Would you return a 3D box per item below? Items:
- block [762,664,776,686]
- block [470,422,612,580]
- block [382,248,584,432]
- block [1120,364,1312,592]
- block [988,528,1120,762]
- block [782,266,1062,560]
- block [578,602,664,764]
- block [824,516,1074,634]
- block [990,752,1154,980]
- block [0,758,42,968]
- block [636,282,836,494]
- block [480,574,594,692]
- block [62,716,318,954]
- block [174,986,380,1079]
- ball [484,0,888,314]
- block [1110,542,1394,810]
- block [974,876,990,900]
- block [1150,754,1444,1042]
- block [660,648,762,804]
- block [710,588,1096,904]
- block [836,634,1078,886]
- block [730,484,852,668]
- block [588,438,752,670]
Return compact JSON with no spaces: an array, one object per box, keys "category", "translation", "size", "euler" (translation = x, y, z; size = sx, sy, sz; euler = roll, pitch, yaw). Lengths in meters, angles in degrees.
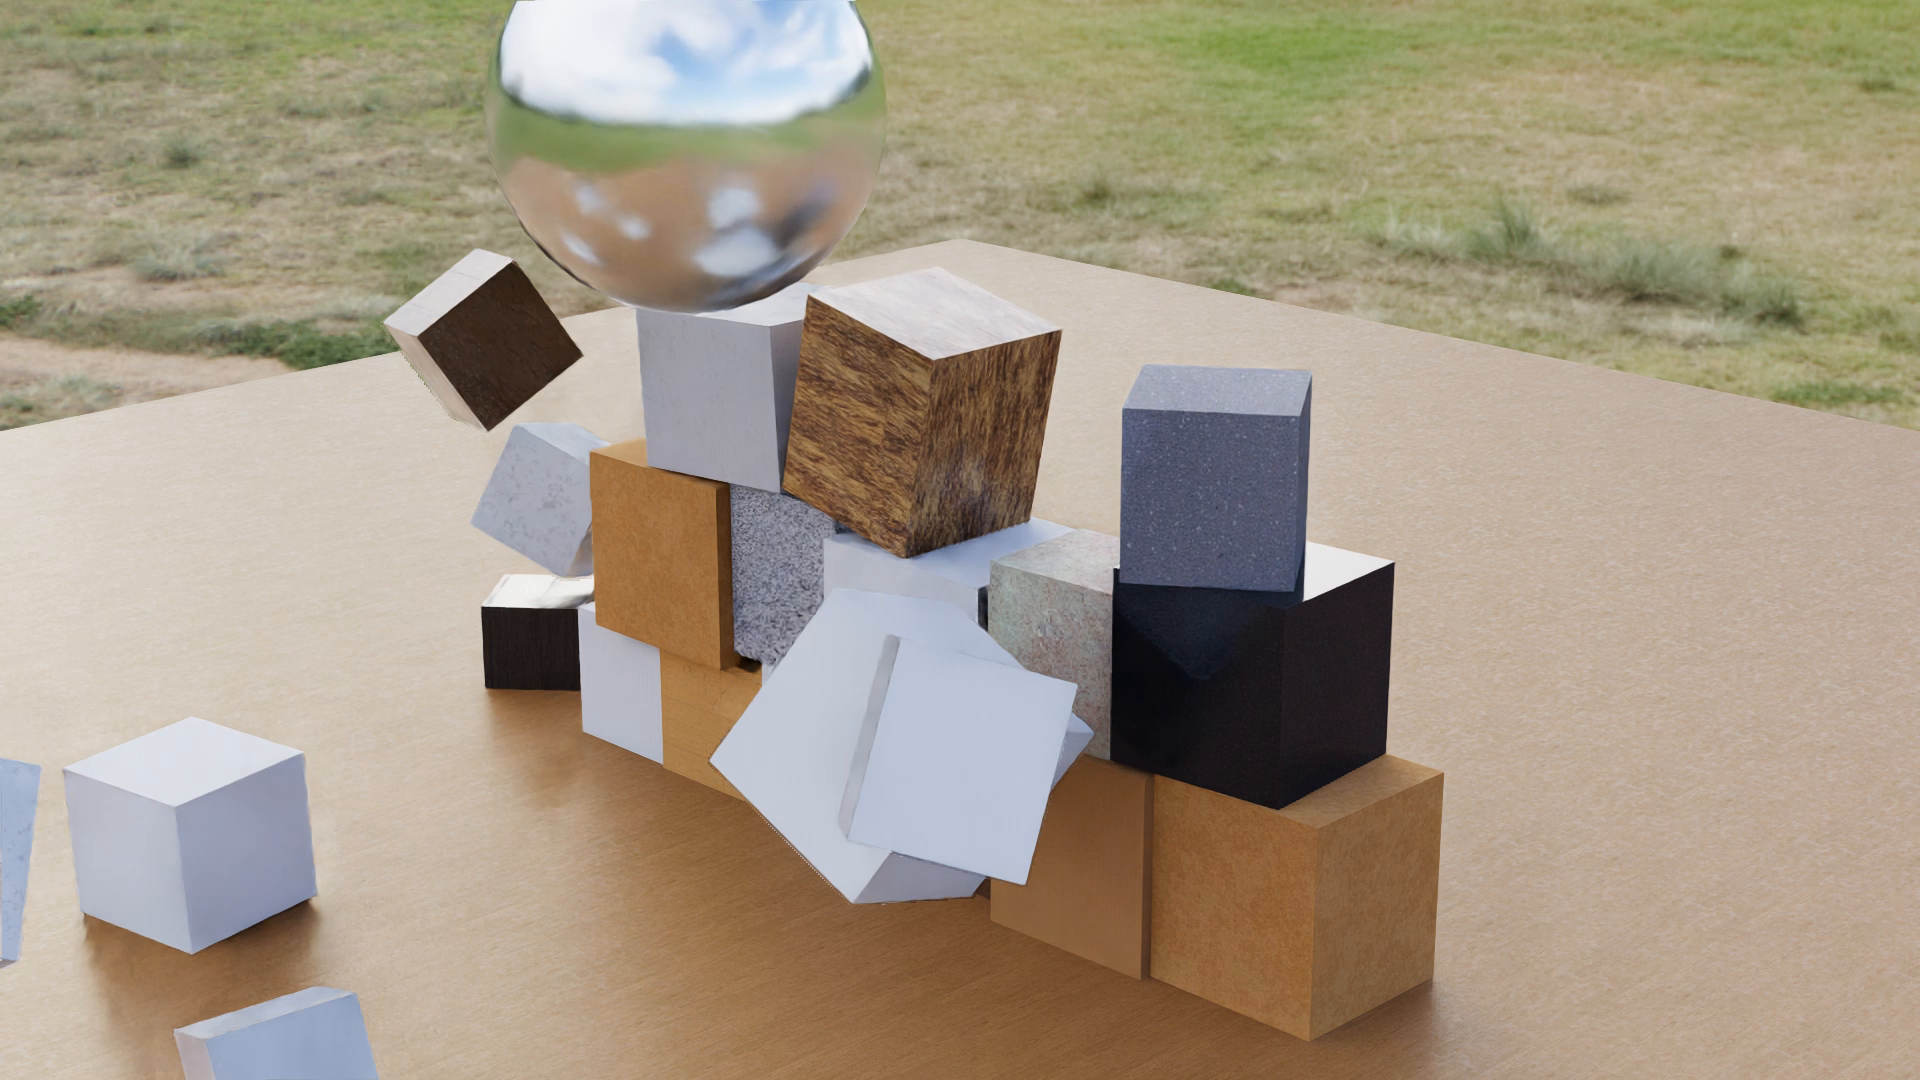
[{"category":"block","translation":[-0.352,0.957,14.032],"size":[0.802,0.760,0.867],"euler":[-17,24,-42]},{"category":"block","translation":[-2.113,-0.221,15.796],"size":[0.623,0.601,0.677],"euler":[29,11,14]},{"category":"block","translation":[-2.205,-0.928,13.533],"size":[0.568,0.558,0.551],"euler":[-41,26,-14]},{"category":"block","translation":[1.054,-0.265,12.017],"size":[0.702,0.729,0.739],"euler":[3,18,10]},{"category":"block","translation":[0.594,0.441,12.675],"size":[0.693,0.736,0.658],"euler":[15,22,37]},{"category":"block","translation":[-0.178,-0.592,13.294],"size":[0.817,0.963,0.810],"euler":[-17,36,-43]},{"category":"block","translation":[-1.478,0.666,15.087],"size":[0.670,0.684,0.675],"euler":[-17,24,-42]},{"category":"block","translation":[0.051,0.364,13.391],"size":[0.980,0.760,0.926],"euler":[17,24,42]},{"category":"block","translation":[0.758,1.244,12.870],"size":[0.869,0.910,0.893],"euler":[16,23,41]},{"category":"block","translation":[-3.788,1.167,10.568],"size":[0.644,0.723,0.622],"euler":[17,-26,-37]},{"category":"block","translation":[-0.874,-0.756,14.028],"size":[0.878,0.780,0.977],"euler":[-16,20,-42]},{"category":"block","translation":[-2.264,0.501,15.969],"size":[0.545,0.468,0.554],"euler":[1,18,5]},{"category":"block","translation":[-3.413,1.297,13.024],"size":[0.748,0.695,0.720],"euler":[12,23,34]},{"category":"block","translation":[-2.464,1.981,10.669],"size":[0.551,0.550,0.627],"euler":[-15,1,-26]},{"category":"ball","translation":[-1.087,-1.699,11.668],"size":[1.600,1.600,1.600],"euler":[0,17,0]},{"category":"block","translation":[1.213,0.506,12.198],"size":[0.846,0.851,0.809],"euler":[14,22,38]},{"category":"block","translation":[0.217,1.135,13.478],"size":[0.701,0.753,0.741],"euler":[-17,24,-42]},{"category":"block","translation":[1.408,1.407,12.309],"size":[0.857,0.934,0.844],"euler":[17,24,42]},{"category":"block","translation":[-0.948,0.818,14.598],"size":[0.779,0.686,0.750],"euler":[17,24,42]},{"category":"block","translation":[-0.218,0.820,11.643],"size":[0.844,0.867,0.999],"euler":[42,14,24]},{"category":"block","translation":[-0.024,0.757,10.337],"size":[0.624,0.706,0.774],"euler":[15,-2,-5]},{"category":"block","translation":[-0.547,0.120,13.976],"size":[0.789,0.870,0.733],"euler":[-17,24,-42]},{"category":"block","translation":[-1.173,-0.001,14.550],"size":[0.958,0.906,0.892],"euler":[17,24,42]}]
